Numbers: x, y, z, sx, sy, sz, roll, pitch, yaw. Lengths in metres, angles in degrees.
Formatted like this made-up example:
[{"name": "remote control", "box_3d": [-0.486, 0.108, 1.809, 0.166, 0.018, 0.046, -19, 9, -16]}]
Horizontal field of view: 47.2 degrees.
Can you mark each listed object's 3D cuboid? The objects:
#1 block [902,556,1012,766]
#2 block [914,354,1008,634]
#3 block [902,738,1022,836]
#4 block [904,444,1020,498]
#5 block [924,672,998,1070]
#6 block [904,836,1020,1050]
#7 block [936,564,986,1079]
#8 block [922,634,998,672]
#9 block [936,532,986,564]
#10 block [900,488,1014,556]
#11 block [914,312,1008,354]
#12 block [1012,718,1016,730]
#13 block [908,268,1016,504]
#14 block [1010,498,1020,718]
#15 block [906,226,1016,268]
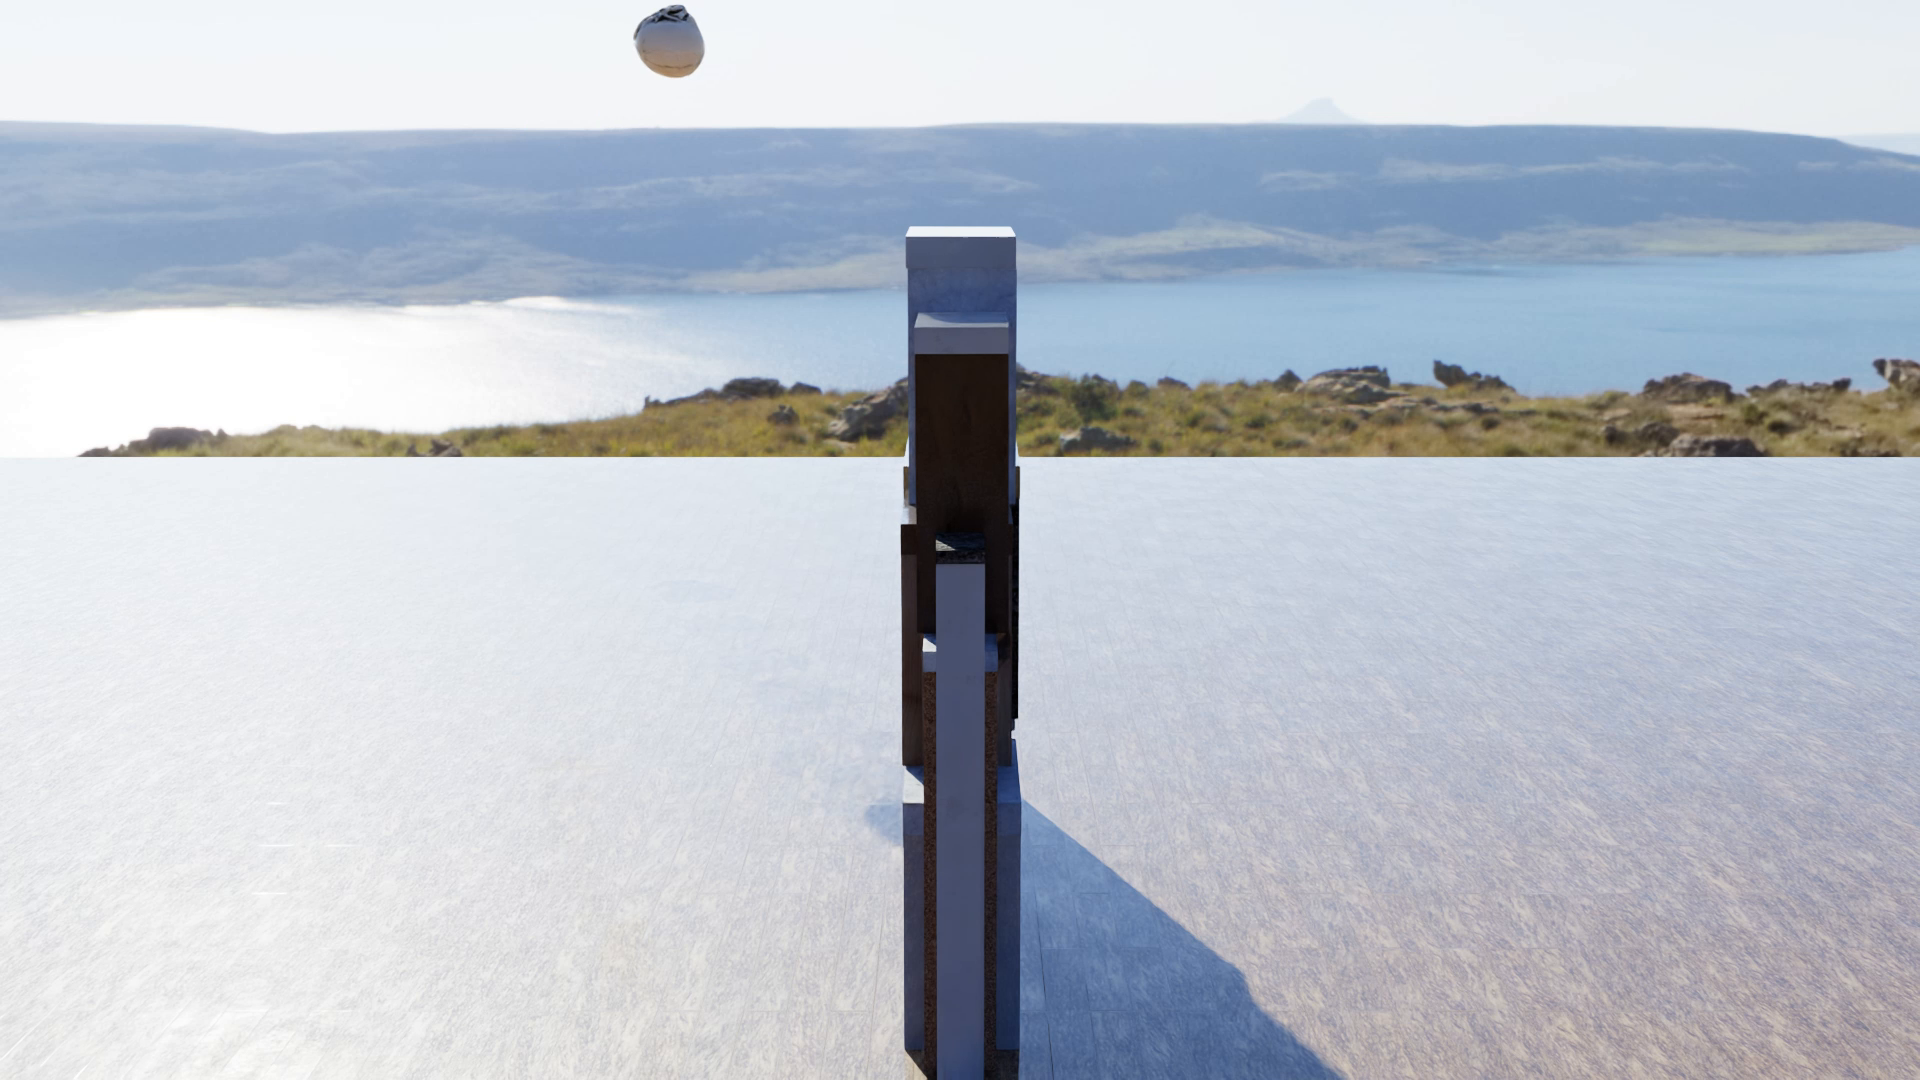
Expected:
[{"name": "block", "box_3d": [-0.004, 0.164, 3.113, 0.155, 0.311, 0.044, 0, 11, 0]}, {"name": "block", "box_3d": [0.003, -0.064, 2.940, 0.123, 0.378, 0.035, 0, 10, 0]}, {"name": "block", "box_3d": [0.003, 0.346, 3.110, 0.160, 0.045, 0.320, 0, 11, 0]}, {"name": "block", "box_3d": [0.003, -0.120, 3.509, 0.177, 0.050, 0.355, 0, 11, 0]}, {"name": "block", "box_3d": [0.000, 0.441, 2.942, 0.097, 0.559, 0.028, 0, 11, 0]}, {"name": "block", "box_3d": [0.003, 0.545, 3.039, 0.160, 0.319, 0.045, 0, 11, 0]}, {"name": "block", "box_3d": [0.001, 0.377, 2.868, 0.063, 0.712, 0.018, 0, 11, 0]}, {"name": "block", "box_3d": [0.000, 0.140, 2.952, 0.097, 0.028, 0.194, 0, 10, 0]}, {"name": "block", "box_3d": [0.000, 0.010, 2.843, 0.063, 0.018, 0.125, 0, 10, 0]}, {"name": "block", "box_3d": [-0.004, -0.029, 3.182, 0.155, 0.044, 0.310, 0, 11, 0]}, {"name": "block", "box_3d": [0.003, -0.282, 2.983, 0.123, 0.035, 0.246, 0, 10, 0]}, {"name": "block", "box_3d": [0.004, 0.099, 3.670, 0.177, 0.439, 0.050, 0, 11, 0]}, {"name": "block", "box_3d": [0.003, -0.224, 3.174, 0.155, 0.342, 0.044, 0, 11, 0]}, {"name": "block", "box_3d": [0.002, 0.101, 3.430, 0.177, 0.355, 0.050, 0, 11, 0]}, {"name": "block", "box_3d": [0.001, -0.433, 3.241, 0.155, 0.044, 0.310, 0, 11, 0]}]
